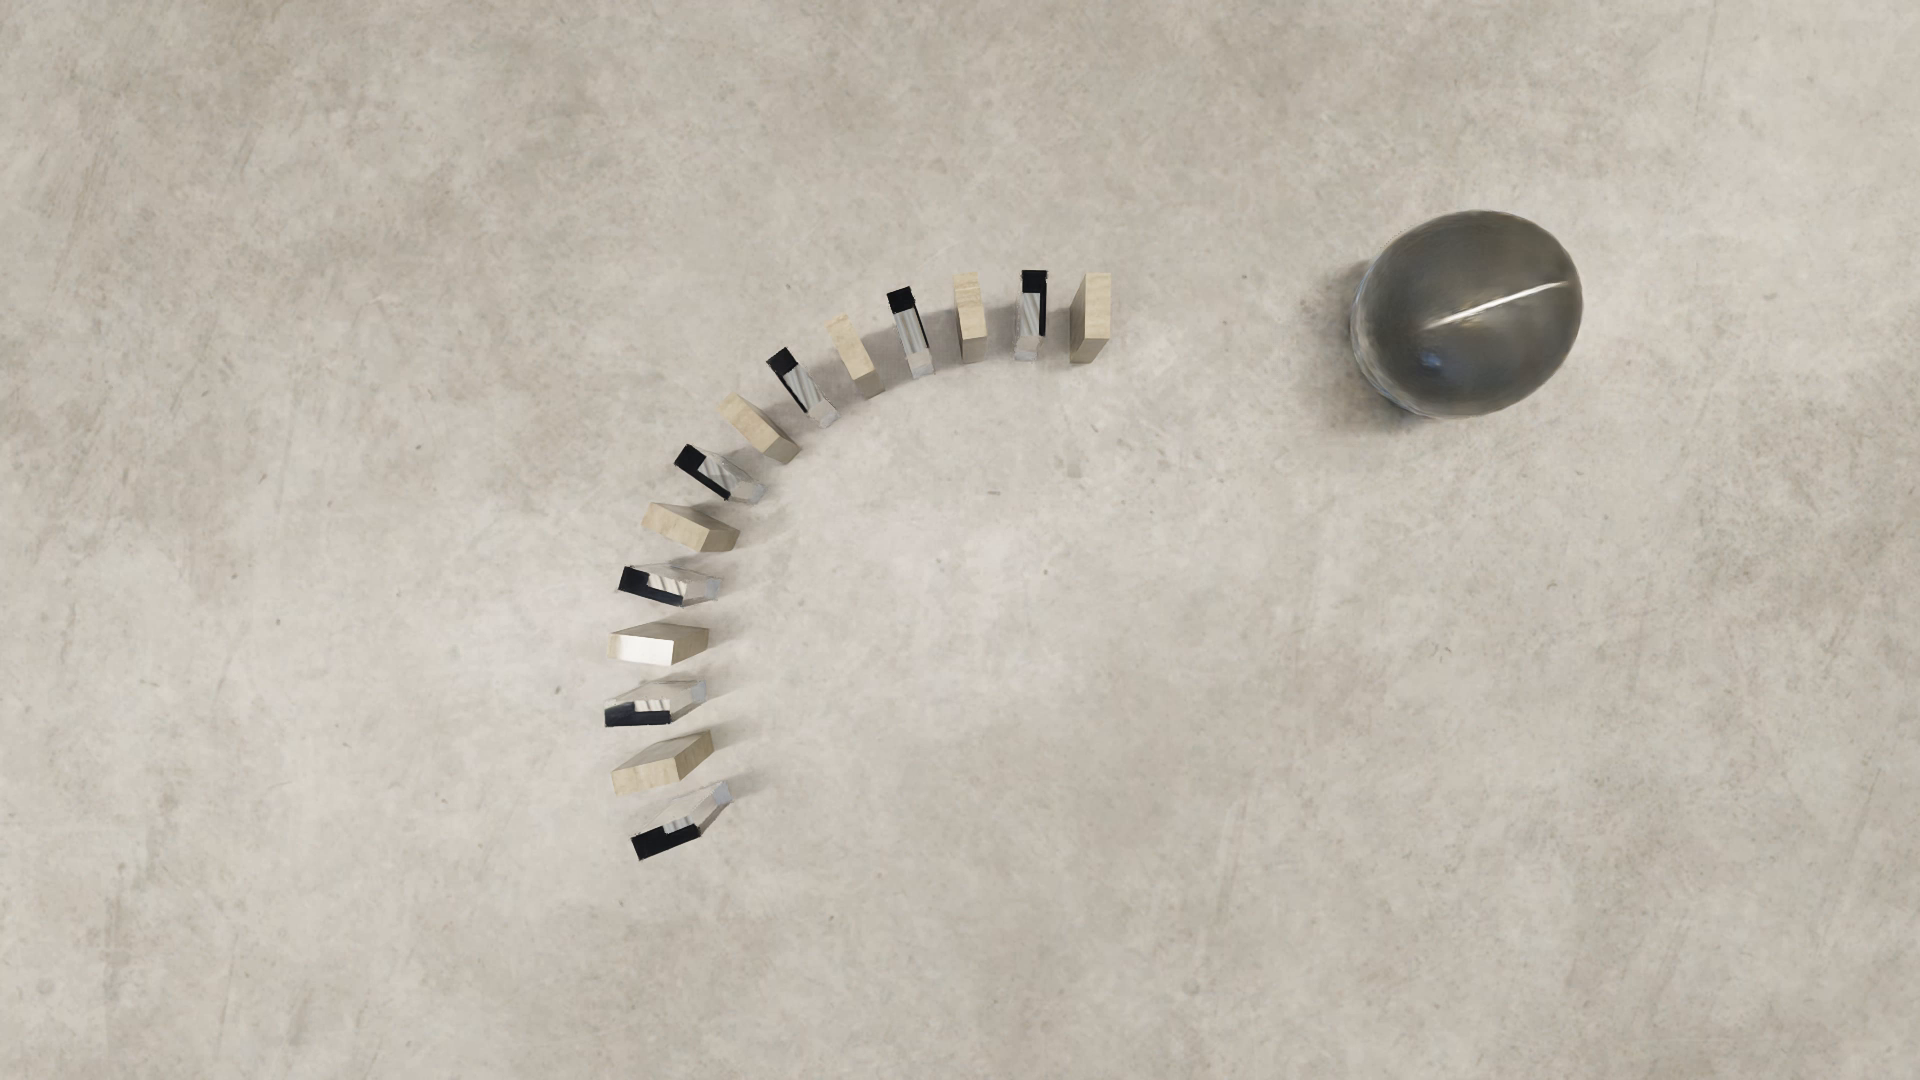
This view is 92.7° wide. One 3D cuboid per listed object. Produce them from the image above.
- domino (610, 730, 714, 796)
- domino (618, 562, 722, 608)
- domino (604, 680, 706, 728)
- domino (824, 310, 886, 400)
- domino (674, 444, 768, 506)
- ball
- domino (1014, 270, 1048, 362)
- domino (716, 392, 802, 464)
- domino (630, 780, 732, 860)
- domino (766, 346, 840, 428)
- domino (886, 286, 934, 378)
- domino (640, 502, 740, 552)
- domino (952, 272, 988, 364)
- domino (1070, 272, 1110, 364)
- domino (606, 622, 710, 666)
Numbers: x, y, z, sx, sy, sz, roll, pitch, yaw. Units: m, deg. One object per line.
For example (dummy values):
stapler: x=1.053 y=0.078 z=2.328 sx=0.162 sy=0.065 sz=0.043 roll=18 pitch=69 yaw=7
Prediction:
domino: x=-0.120 y=0.090 z=0.375 sx=0.025 sy=0.050 sz=0.009 roll=-13 pitch=90 yaw=0
domino: x=-0.118 y=0.018 z=0.375 sx=0.025 sy=0.050 sz=0.009 roll=16 pitch=90 yaw=0
domino: x=-0.123 y=0.066 z=0.375 sx=0.025 sy=0.050 sz=0.009 roll=-2 pitch=90 yaw=0
domino: x=-0.042 y=-0.074 z=0.375 sx=0.010 sy=0.050 sz=0.025 roll=-28 pitch=90 yaw=0
domino: x=-0.097 y=-0.026 z=0.375 sx=0.025 sy=0.050 sz=0.010 roll=35 pitch=90 yaw=0
ball: x=0.197 y=-0.087 z=0.360 sx=0.080 sy=0.080 sz=0.080 roll=0 pitch=90 yaw=0
domino: x=0.028 y=-0.091 z=0.375 sx=0.010 sy=0.050 sz=0.025 roll=2 pitch=90 yaw=0
domino: x=-0.081 y=-0.045 z=0.375 sx=0.025 sy=0.050 sz=0.009 roll=44 pitch=90 yaw=0
domino: x=-0.113 y=0.114 z=0.375 sx=0.025 sy=0.050 sz=0.010 roll=-22 pitch=90 yaw=0
domino: x=-0.063 y=-0.061 z=0.375 sx=0.010 sy=0.050 sz=0.025 roll=-37 pitch=90 yaw=0
domino: x=-0.020 y=-0.084 z=0.375 sx=0.009 sy=0.050 sz=0.025 roll=-18 pitch=90 yaw=0
domino: x=-0.109 y=-0.005 z=0.375 sx=0.025 sy=0.050 sz=0.009 roll=25 pitch=90 yaw=0
domino: x=0.004 y=-0.090 z=0.375 sx=0.010 sy=0.050 sz=0.025 roll=-9 pitch=90 yaw=0
domino: x=0.053 y=-0.090 z=0.375 sx=0.009 sy=0.050 sz=0.025 roll=1 pitch=90 yaw=0
domino: x=-0.122 y=0.042 z=0.375 sx=0.025 sy=0.050 sz=0.010 roll=7 pitch=90 yaw=0
